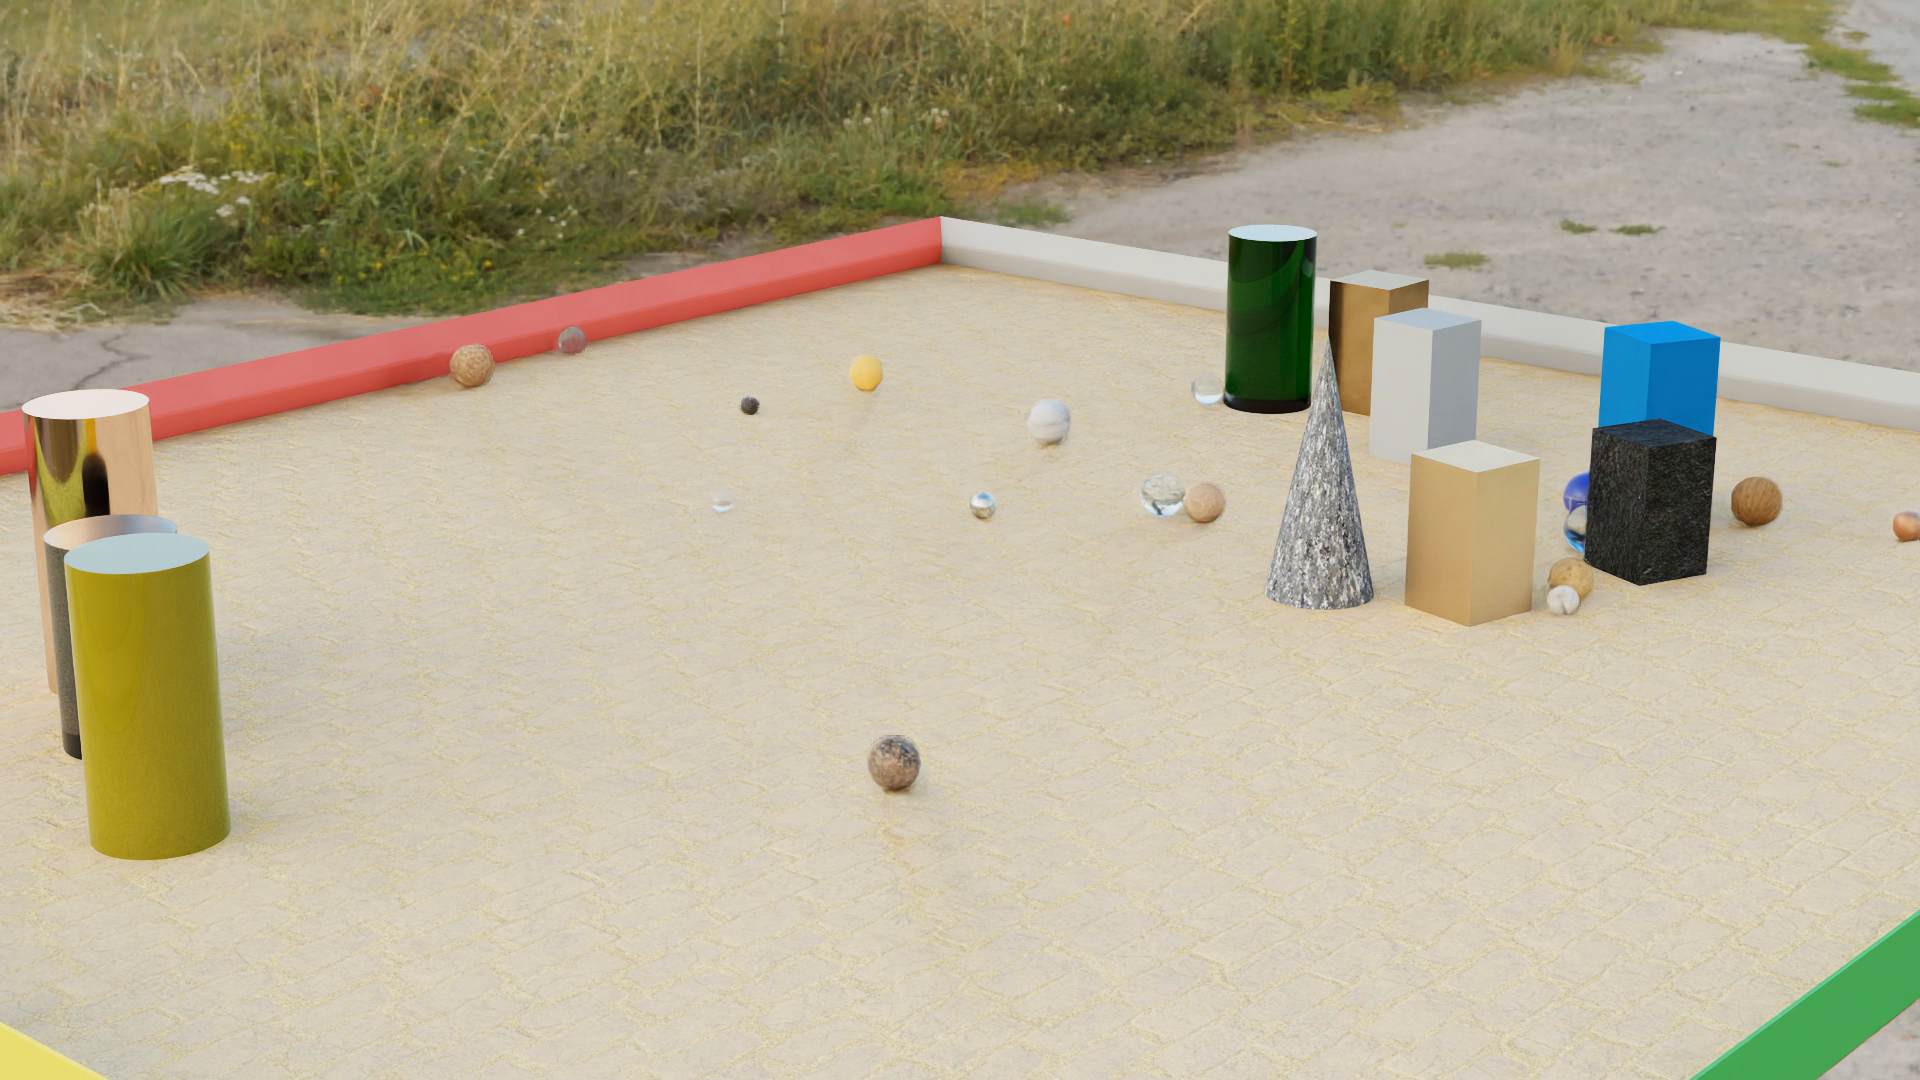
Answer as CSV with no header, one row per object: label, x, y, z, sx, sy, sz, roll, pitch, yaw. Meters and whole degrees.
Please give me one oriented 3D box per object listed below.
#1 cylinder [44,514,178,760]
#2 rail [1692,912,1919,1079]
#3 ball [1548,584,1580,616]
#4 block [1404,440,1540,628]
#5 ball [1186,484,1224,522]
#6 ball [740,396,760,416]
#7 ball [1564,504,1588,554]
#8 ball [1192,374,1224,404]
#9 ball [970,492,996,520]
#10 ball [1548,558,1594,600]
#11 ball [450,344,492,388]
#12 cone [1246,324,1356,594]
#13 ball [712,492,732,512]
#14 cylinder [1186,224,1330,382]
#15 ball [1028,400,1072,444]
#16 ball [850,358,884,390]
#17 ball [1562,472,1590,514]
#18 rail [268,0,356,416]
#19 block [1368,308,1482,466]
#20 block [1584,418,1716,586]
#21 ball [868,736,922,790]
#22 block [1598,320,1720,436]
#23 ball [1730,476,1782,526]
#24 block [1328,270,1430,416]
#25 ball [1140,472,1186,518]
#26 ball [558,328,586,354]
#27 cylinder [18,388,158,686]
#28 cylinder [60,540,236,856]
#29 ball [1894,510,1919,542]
cylinder,-1.258,0.146,4.390,0.191,0.329,0.191,0,17,0
rail,1.455,0.396,3.911,0.045,0.124,4.332,14,22,39
ball,1.031,0.103,5.010,0.053,0.053,0.053,0,17,0
block,0.875,-0.013,5.015,0.153,0.271,0.153,-12,21,-35
ball,0.463,-0.070,5.543,0.075,0.075,0.075,0,17,0
ball,-0.453,-0.290,6.331,0.041,0.041,0.041,0,17,0
ball,1.147,-0.019,5.351,0.089,0.089,0.089,0,17,0
ball,0.542,-0.329,6.414,0.068,0.068,0.068,0,17,0
ball,0.044,-0.065,5.566,0.052,0.052,0.052,0,17,0
ball,1.058,0.068,5.080,0.078,0.078,0.078,0,17,0
ball,-1.095,-0.390,6.567,0.095,0.095,0.095,0,17,0
cone,0.629,-0.129,5.067,0.191,0.463,0.191,-10,7,1
ball,-0.456,-0.073,5.614,0.041,0.041,0.041,0,17,0
cylinder,0.675,-0.481,6.379,0.191,0.191,0.379,-18,69,-46
ball,0.186,-0.244,6.091,0.090,0.090,0.090,0,17,0
ball,-0.209,-0.370,6.535,0.075,0.075,0.075,0,17,0
ball,1.189,-0.082,5.549,0.095,0.095,0.095,0,17,0
rail,-1.467,-0.335,6.331,0.045,4.332,0.124,-7,35,-34
block,0.947,-0.310,5.973,0.153,0.286,0.153,-14,22,-39
block,1.231,-0.069,5.233,0.153,0.252,0.153,-9,19,-26
ball,-0.095,0.323,4.236,0.078,0.078,0.078,0,17,0
block,1.315,-0.217,5.540,0.153,0.359,0.153,-6,18,-20
ball,1.499,-0.073,5.520,0.094,0.094,0.094,0,17,0
block,0.905,-0.426,6.363,0.153,0.282,0.153,15,22,40
ball,0.386,-0.086,5.579,0.085,0.085,0.085,0,17,0
ball,-0.911,-0.467,6.878,0.064,0.064,0.064,0,17,0
cylinder,-1.362,0.006,4.633,0.191,0.456,0.191,1,25,-1
cylinder,-1.114,0.213,4.027,0.191,0.409,0.191,-5,4,0
ball,1.758,-0.027,5.427,0.060,0.060,0.060,0,17,0
